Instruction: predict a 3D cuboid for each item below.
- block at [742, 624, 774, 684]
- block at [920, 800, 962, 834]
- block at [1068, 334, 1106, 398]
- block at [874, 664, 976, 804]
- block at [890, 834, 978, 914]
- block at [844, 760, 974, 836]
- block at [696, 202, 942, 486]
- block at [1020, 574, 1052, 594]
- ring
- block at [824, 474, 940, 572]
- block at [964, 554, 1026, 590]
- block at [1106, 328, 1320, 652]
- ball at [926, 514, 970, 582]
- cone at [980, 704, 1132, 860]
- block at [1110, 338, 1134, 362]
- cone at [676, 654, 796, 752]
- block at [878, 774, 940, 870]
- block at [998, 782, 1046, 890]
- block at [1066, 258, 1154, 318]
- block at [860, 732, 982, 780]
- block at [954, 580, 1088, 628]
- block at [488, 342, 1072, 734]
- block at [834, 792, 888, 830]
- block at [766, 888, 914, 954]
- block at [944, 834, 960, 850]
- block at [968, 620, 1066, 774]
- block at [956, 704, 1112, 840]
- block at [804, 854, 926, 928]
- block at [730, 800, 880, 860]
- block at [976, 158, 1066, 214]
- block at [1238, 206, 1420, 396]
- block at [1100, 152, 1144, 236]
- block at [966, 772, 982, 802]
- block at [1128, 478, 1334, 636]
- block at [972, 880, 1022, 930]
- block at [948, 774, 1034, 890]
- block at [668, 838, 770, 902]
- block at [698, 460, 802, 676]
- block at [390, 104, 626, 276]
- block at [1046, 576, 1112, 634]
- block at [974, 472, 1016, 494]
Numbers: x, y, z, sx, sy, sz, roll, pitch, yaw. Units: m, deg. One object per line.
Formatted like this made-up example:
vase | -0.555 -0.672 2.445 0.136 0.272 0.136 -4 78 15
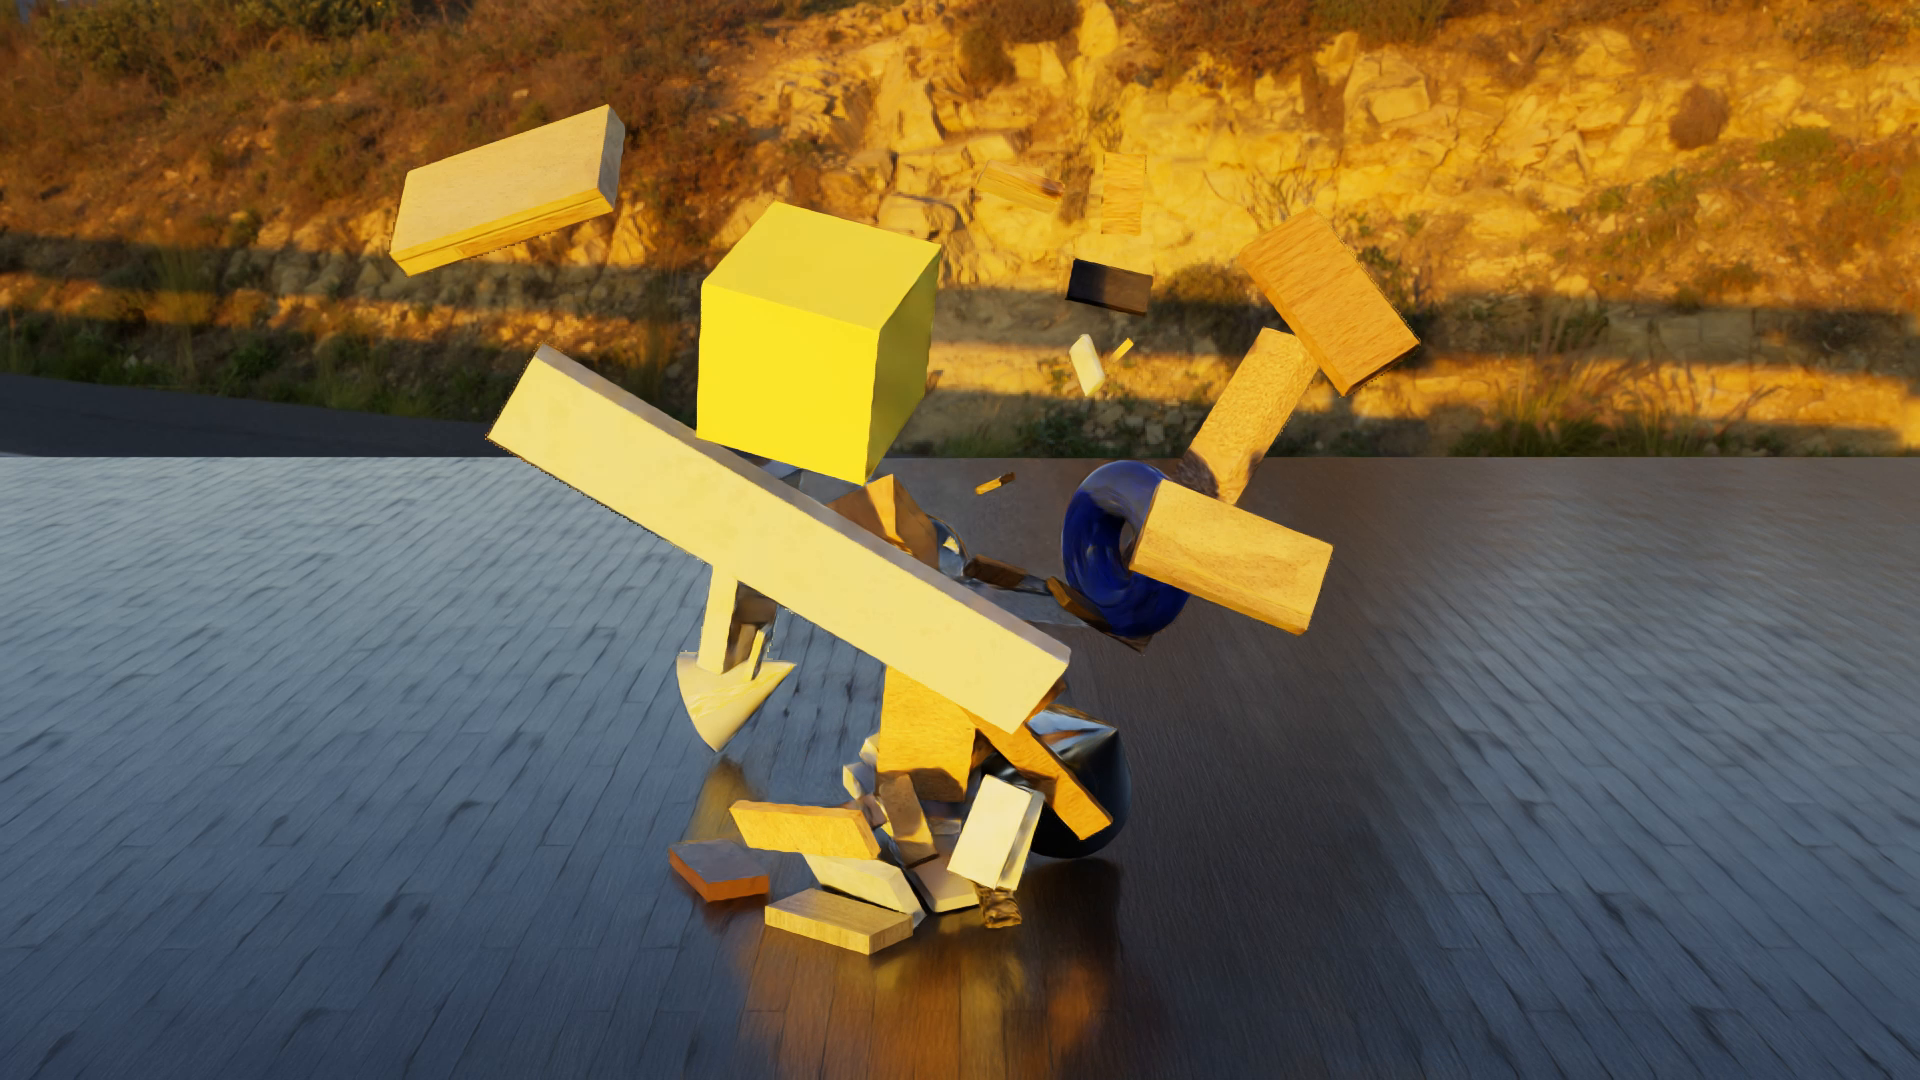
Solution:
block | -0.339 0.191 3.690 0.013 0.092 0.046 21 15 8
block | -0.062 0.467 3.766 0.089 0.025 0.177 3 7 -14
block | 0.205 -0.280 3.531 0.013 0.092 0.046 3 -35 -32
block | -0.050 0.281 3.643 0.157 0.462 0.044 5 49 -2
block | -0.039 0.546 3.647 0.089 0.025 0.177 -8 33 -26
block | -0.076 0.477 3.956 0.153 0.043 0.307 -10 26 -25
block | -0.201 -0.283 3.126 0.256 0.256 0.256 16 38 11
block | 0.106 0.064 3.684 0.124 0.018 0.062 20 -1 -16
ring | 0.307 0.016 4.005 0.108 0.325 0.325 -4 11 -36
block | -0.129 0.013 3.479 0.139 0.139 0.139 -24 40 17
block | 0.056 0.052 3.568 0.092 0.013 0.046 18 -39 -24
block | 0.460 -0.099 4.141 0.043 0.662 0.152 35 -4 -34
ball | -0.085 0.055 3.834 0.207 0.207 0.207 0 11 0
cone | 0.217 0.370 3.769 0.287 0.287 0.287 -4 -21 -21
block | 0.267 -0.313 3.631 0.013 0.046 0.092 45 8 0
cone | -0.428 0.291 4.472 0.217 0.217 0.217 -22 7 10
block | -0.086 0.465 3.638 0.057 0.016 0.159 -22 54 0
block | 0.074 0.472 3.529 0.081 0.162 0.023 18 -3 -9
block | 0.250 -0.421 3.668 0.136 0.068 0.019 12 -17 -1
block | -0.022 0.366 4.013 0.153 0.043 0.307 41 42 21
block | 0.061 0.100 3.643 0.157 0.044 0.314 10 1 39
block | -0.266 0.008 3.348 0.927 0.165 0.047 30 31 -11
block | -0.176 0.464 3.664 0.113 0.057 0.016 -16 -22 -47
block | -0.193 0.606 3.501 0.217 0.031 0.108 8 13 37
block | -0.040 0.522 3.766 0.089 0.025 0.177 -8 25 -22
block | 0.030 0.287 3.838 0.044 0.314 0.157 11 43 -53
block | 0.083 0.314 3.528 0.062 0.456 0.018 -33 22 22
block | -0.158 0.554 3.562 0.217 0.108 0.031 11 47 46
block | -0.254 0.470 3.569 0.291 0.081 0.023 -2 30 43
block | 0.101 -0.591 3.677 0.136 0.019 0.068 18 -27 -10
block | 0.625 -0.407 3.737 0.152 0.303 0.043 -32 -14 -15
block | 0.275 -0.586 3.725 0.068 0.136 0.019 2 11 1
block | 0.019 0.451 4.141 0.153 0.043 0.307 1 22 5
block | 0.443 0.028 3.597 0.303 0.152 0.043 21 -17 -3
block | 0.056 0.569 3.539 0.057 0.016 0.113 -5 53 -19
block | 0.049 0.461 3.480 0.081 0.162 0.023 22 2 10
block | -0.413 0.560 3.747 0.108 0.031 0.217 -5 12 -24
block | -0.346 0.043 3.622 0.047 0.329 0.165 21 24 19
block | -0.628 -0.486 3.058 0.329 0.047 0.165 -14 51 18
block | 0.193 0.106 3.563 0.124 0.018 0.062 33 16 -46
block | 0.060 -0.095 3.705 0.046 0.013 0.092 -22 2 19
